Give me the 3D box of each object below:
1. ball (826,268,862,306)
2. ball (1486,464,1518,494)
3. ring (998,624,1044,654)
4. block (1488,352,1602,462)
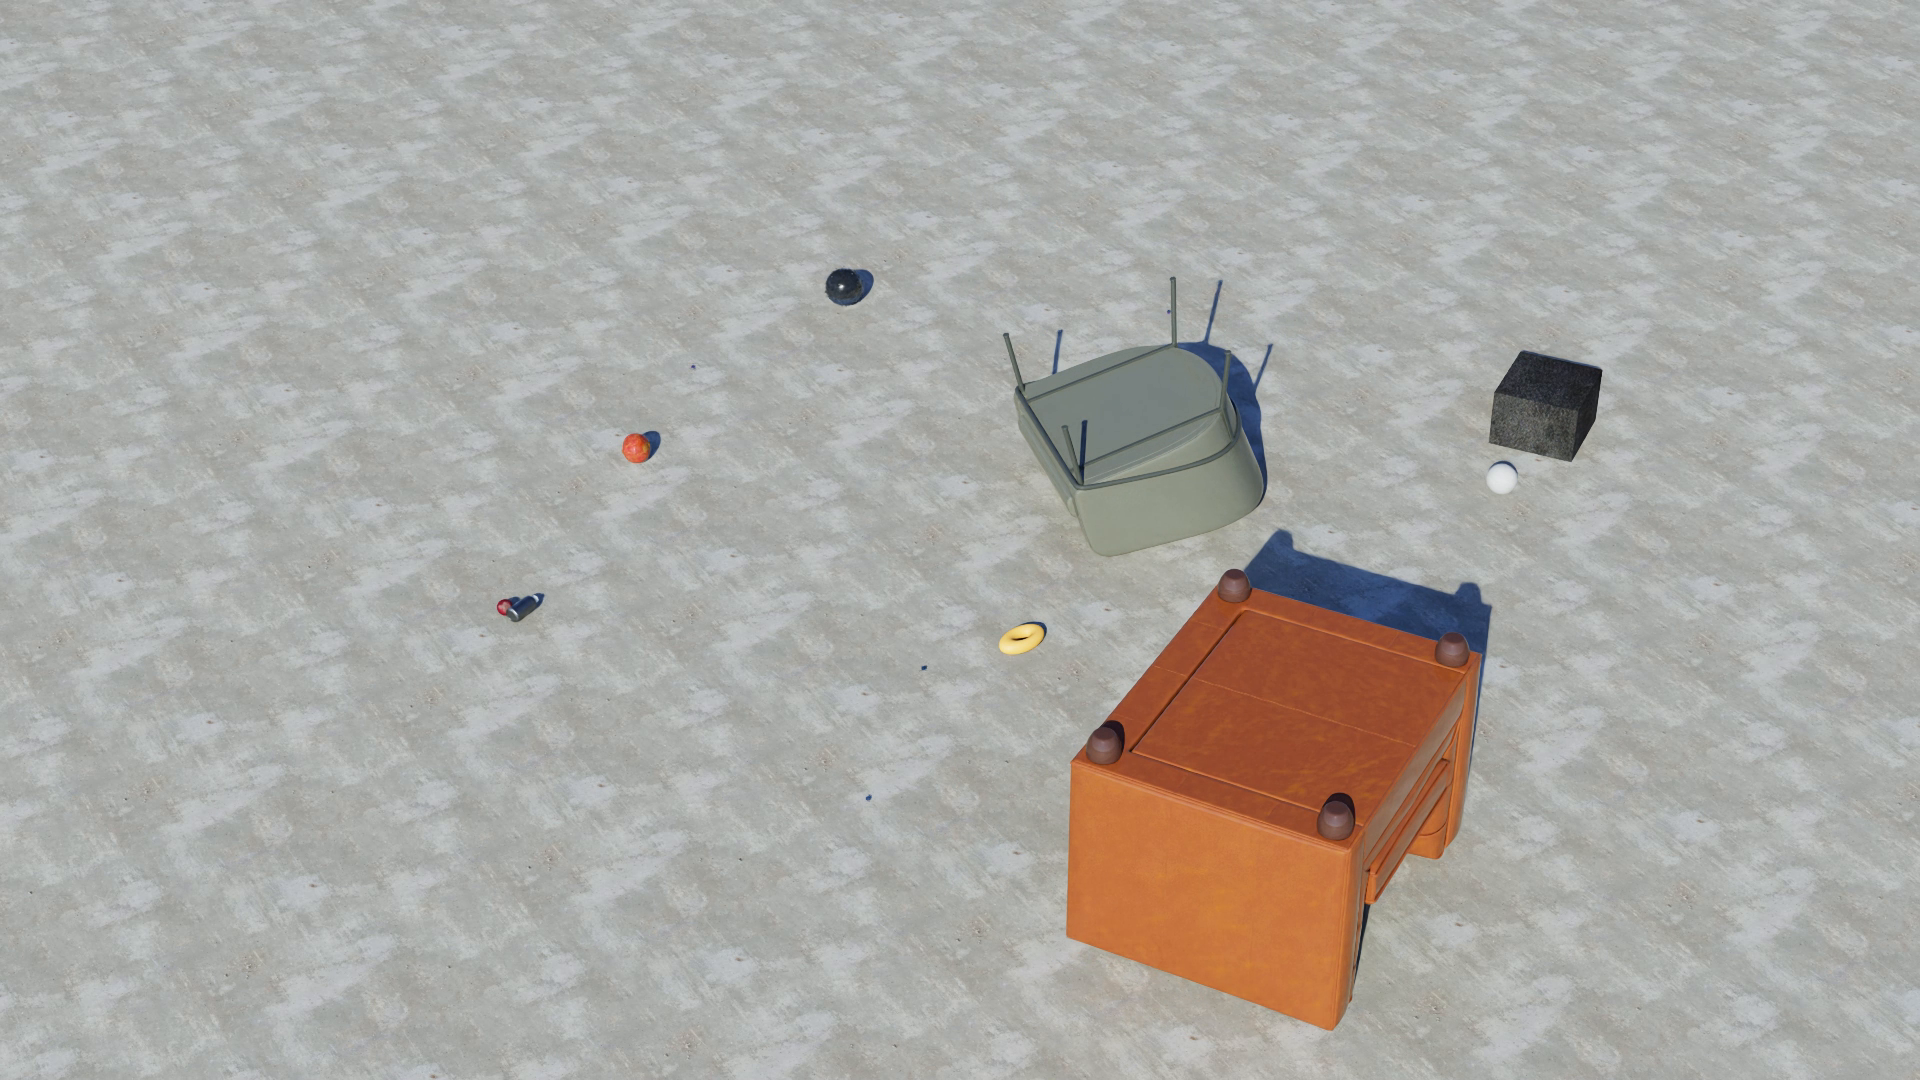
[{"bbox_3d":[-0.491,-1.073,12.428,0.160,0.160,0.160,0,33,0],"label":"ball"},{"bbox_3d":[2.067,-0.233,11.189,0.119,0.119,0.119,0,33,0],"label":"ball"},{"bbox_3d":[0.218,0.351,10.368,0.196,0.049,0.112,-26,43,-34],"label":"ring"},{"bbox_3d":[2.303,-0.526,11.532,0.334,0.231,0.353,15,36,21],"label":"block"}]
